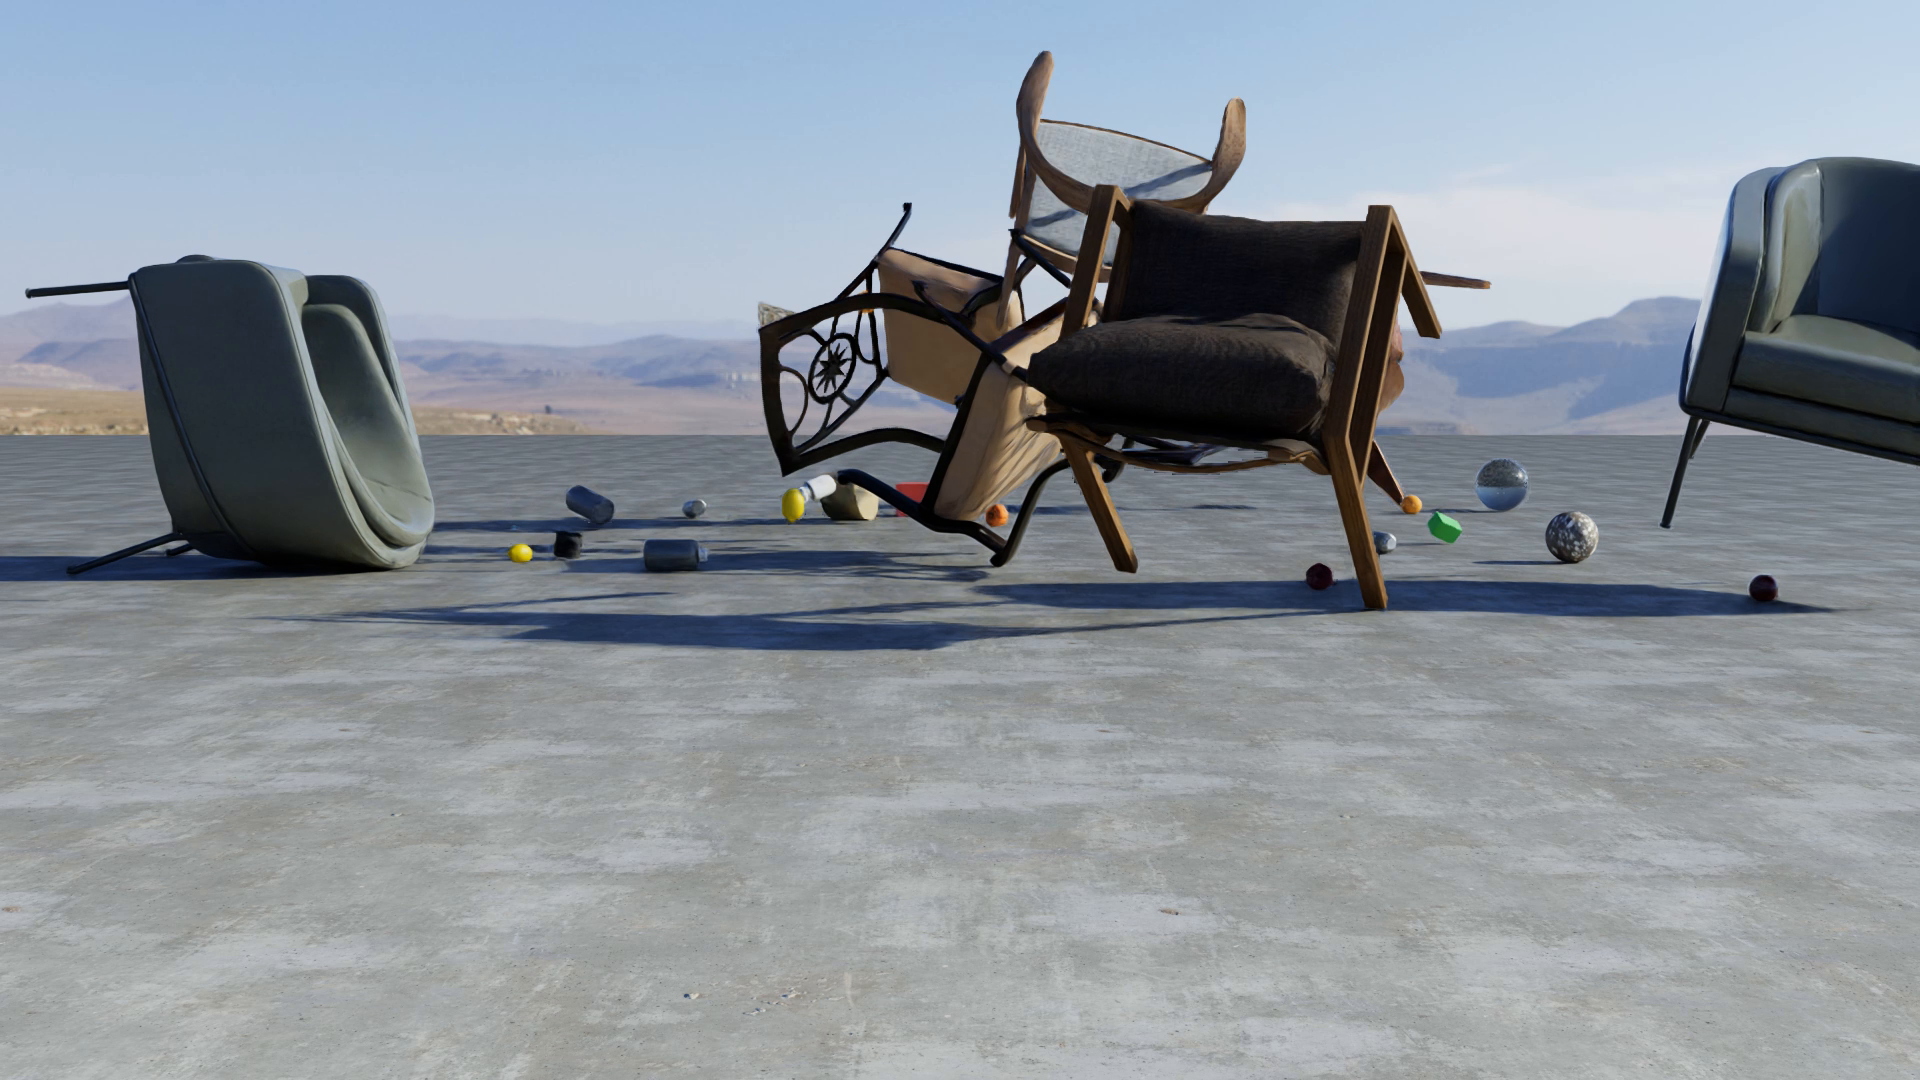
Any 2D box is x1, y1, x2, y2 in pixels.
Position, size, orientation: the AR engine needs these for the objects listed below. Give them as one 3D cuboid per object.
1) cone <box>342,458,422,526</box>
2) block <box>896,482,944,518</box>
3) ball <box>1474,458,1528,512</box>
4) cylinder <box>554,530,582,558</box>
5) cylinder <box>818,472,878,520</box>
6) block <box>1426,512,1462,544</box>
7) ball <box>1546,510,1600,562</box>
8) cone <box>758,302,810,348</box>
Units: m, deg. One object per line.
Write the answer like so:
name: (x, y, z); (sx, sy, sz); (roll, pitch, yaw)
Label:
cone: (-1.978, -0.107, 7.295); (0.283, 0.242, 0.273); (-27, -22, 38)
block: (-0.143, -0.143, 7.792); (0.137, 0.115, 0.148); (1, 4, 12)
ball: (1.993, -0.203, 8.090); (0.193, 0.193, 0.193); (0, 4, 0)
cylinder: (-1.037, 0.013, 5.819); (0.069, 0.064, 0.064); (9, 3, 12)
cylinder: (-0.382, -0.151, 7.546); (0.148, 0.180, 0.128); (2, 39, 31)
block: (1.401, -0.035, 6.359); (0.076, 0.050, 0.054); (23, 27, -19)
ball: (1.583, -0.008, 5.688); (0.134, 0.134, 0.134); (0, 4, 0)
cone: (-0.554, -0.701, 7.039); (0.151, 0.147, 0.159); (-10, 41, 5)
